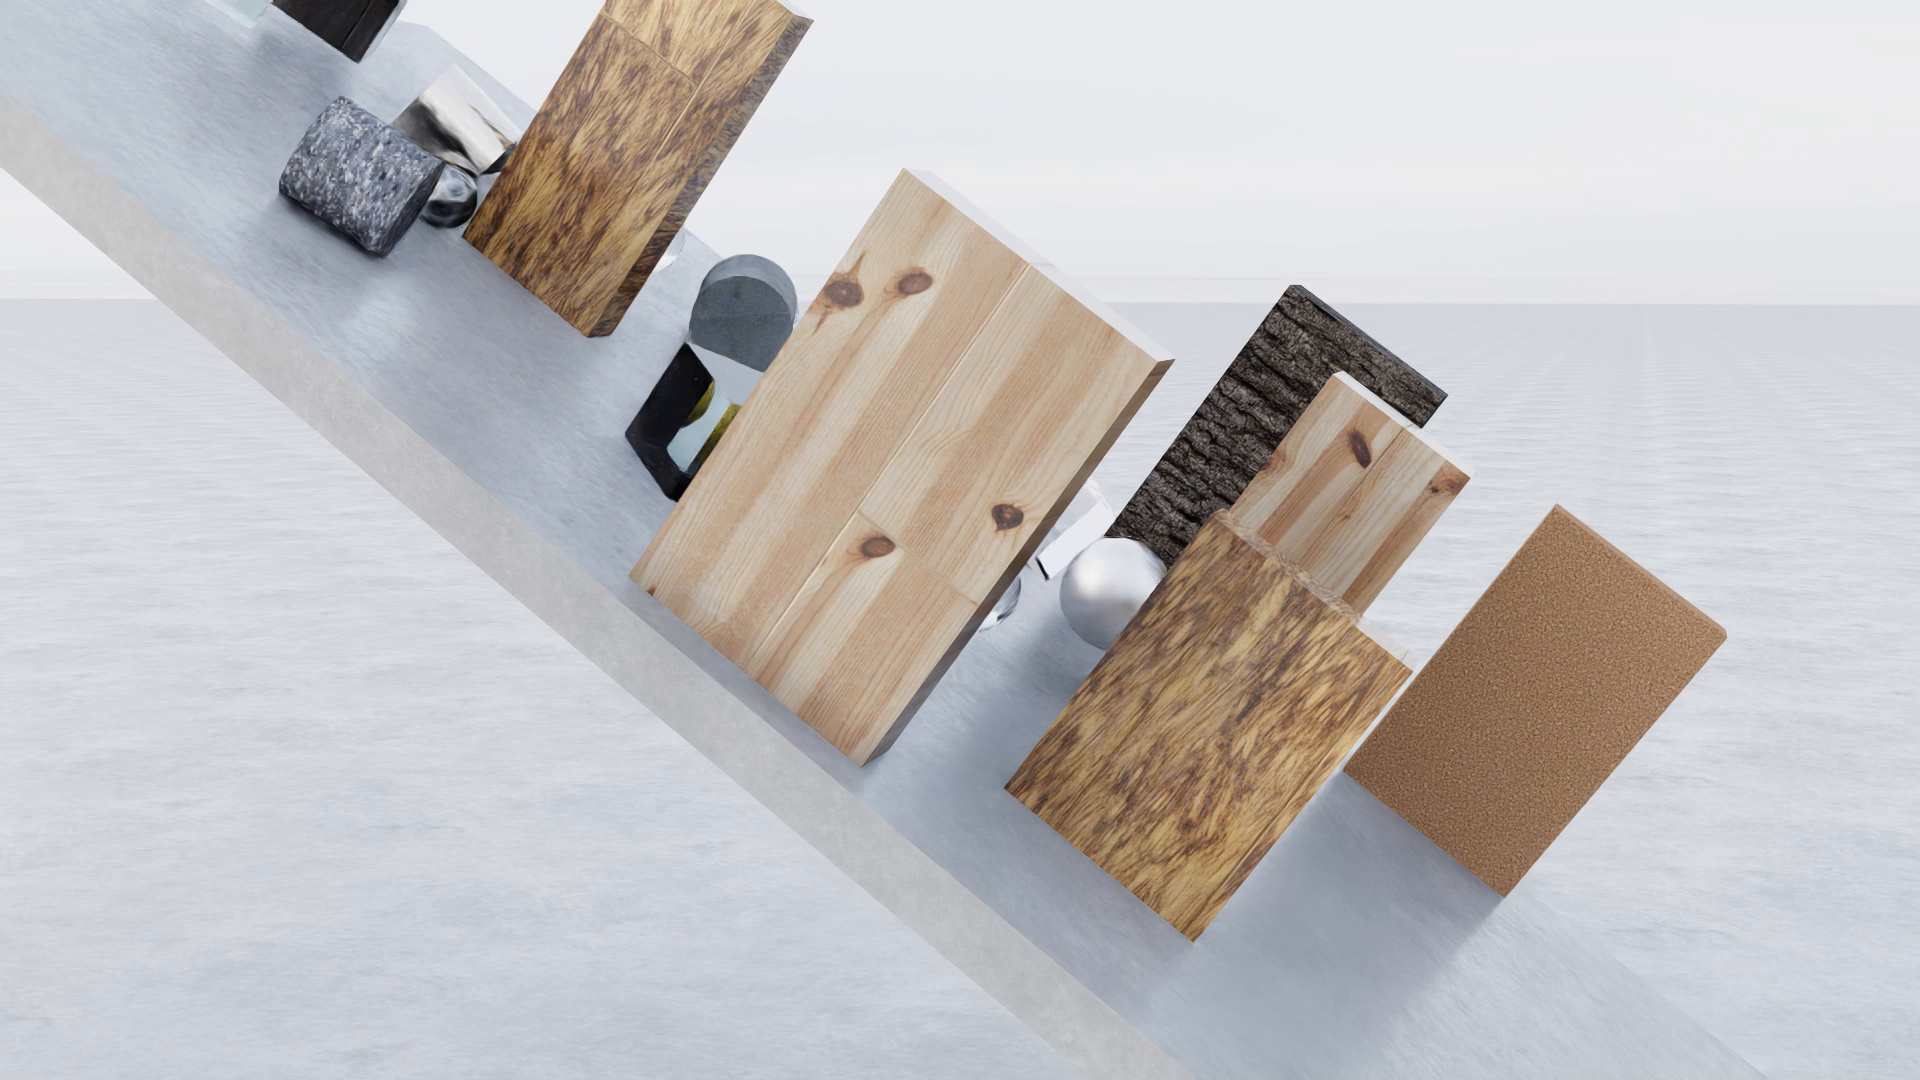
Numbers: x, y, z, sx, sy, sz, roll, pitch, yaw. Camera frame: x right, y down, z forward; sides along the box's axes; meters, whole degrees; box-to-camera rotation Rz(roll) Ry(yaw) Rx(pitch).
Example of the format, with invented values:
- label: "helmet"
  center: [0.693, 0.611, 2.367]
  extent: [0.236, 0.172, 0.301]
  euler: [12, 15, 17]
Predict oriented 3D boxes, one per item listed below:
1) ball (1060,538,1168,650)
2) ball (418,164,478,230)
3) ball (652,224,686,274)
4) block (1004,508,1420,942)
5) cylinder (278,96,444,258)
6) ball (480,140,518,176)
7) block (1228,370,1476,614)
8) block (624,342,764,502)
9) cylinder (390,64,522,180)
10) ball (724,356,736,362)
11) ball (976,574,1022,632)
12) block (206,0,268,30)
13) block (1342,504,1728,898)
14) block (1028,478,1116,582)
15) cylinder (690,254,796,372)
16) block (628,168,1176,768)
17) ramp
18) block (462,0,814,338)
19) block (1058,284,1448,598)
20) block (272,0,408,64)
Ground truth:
- label: "ball"
  center: [0.280, 0.097, 3.933]
  extent: [0.204, 0.204, 0.204]
  euler: [0, 7, 0]
- label: "ball"
  center: [-0.948, -0.632, 4.047]
  extent: [0.119, 0.119, 0.119]
  euler: [0, 7, 0]
- label: "ball"
  center: [-0.660, -0.640, 4.553]
  extent: [0.183, 0.183, 0.183]
  euler: [0, 7, 0]
- label: "block"
  center: [0.382, 0.284, 3.377]
  extent: [0.376, 0.544, 0.105]
  euler: [38, 16, 10]
- label: "cylinder"
  center: [-1.010, -0.613, 3.715]
  extent: [0.195, 0.195, 0.195]
  euler: [34, 3, -8]
- label: "ball"
  center: [-0.973, -0.815, 4.488]
  extent: [0.139, 0.139, 0.139]
  euler: [0, 7, 0]
- label: "block"
  center: [0.582, 0.084, 4.005]
  extent: [0.299, 0.746, 0.146]
  euler: [38, 16, 10]
- label: "block"
  center: [-0.403, -0.176, 3.714]
  extent: [0.197, 0.197, 0.197]
  euler: [21, 22, -43]
- label: "cylinder"
  center: [-0.948, -0.770, 4.135]
  extent: [0.175, 0.175, 0.175]
  euler: [-40, 17, 14]
- label: "ball"
  center: [-0.438, -0.247, 3.910]
  extent: [0.164, 0.164, 0.164]
  euler: [0, 7, 0]
- label: "ball"
  center: [0.026, 0.081, 3.926]
  extent: [0.166, 0.166, 0.166]
  euler: [0, 7, 0]
- label: "block"
  center: [-1.412, -1.164, 4.324]
  extent: [0.184, 0.184, 0.184]
  euler: [31, 34, -22]
- label: "block"
  center: [1.199, 0.338, 4.619]
  extent: [0.427, 0.714, 0.109]
  euler: [38, 16, 10]
- label: "block"
  center: [0.170, -0.080, 4.555]
  extent: [0.195, 0.195, 0.195]
  euler: [-41, 27, 9]
- label: "cylinder"
  center: [-0.436, -0.456, 4.446]
  extent: [0.203, 0.203, 0.203]
  euler: [0, 20, -2]
- label: "block"
  center: [-0.092, -0.101, 3.161]
  extent: [0.448, 0.728, 0.126]
  euler: [38, 16, 10]
- label: "ramp"
  center: [-0.069, 0.133, 4.072]
  extent: [4.000, 0.100, 2.000]
  euler: [38, 16, 10]
- label: "block"
  center: [-0.597, -0.752, 4.037]
  extent: [0.315, 0.706, 0.099]
  euler: [38, 16, 10]
- label: "block"
  center: [0.585, -0.086, 4.430]
  extent: [0.368, 0.786, 0.143]
  euler: [38, 16, 10]
- label: "block"
  center: [-1.260, -1.140, 4.546]
  extent: [0.202, 0.202, 0.202]
  euler: [35, 12, -15]
